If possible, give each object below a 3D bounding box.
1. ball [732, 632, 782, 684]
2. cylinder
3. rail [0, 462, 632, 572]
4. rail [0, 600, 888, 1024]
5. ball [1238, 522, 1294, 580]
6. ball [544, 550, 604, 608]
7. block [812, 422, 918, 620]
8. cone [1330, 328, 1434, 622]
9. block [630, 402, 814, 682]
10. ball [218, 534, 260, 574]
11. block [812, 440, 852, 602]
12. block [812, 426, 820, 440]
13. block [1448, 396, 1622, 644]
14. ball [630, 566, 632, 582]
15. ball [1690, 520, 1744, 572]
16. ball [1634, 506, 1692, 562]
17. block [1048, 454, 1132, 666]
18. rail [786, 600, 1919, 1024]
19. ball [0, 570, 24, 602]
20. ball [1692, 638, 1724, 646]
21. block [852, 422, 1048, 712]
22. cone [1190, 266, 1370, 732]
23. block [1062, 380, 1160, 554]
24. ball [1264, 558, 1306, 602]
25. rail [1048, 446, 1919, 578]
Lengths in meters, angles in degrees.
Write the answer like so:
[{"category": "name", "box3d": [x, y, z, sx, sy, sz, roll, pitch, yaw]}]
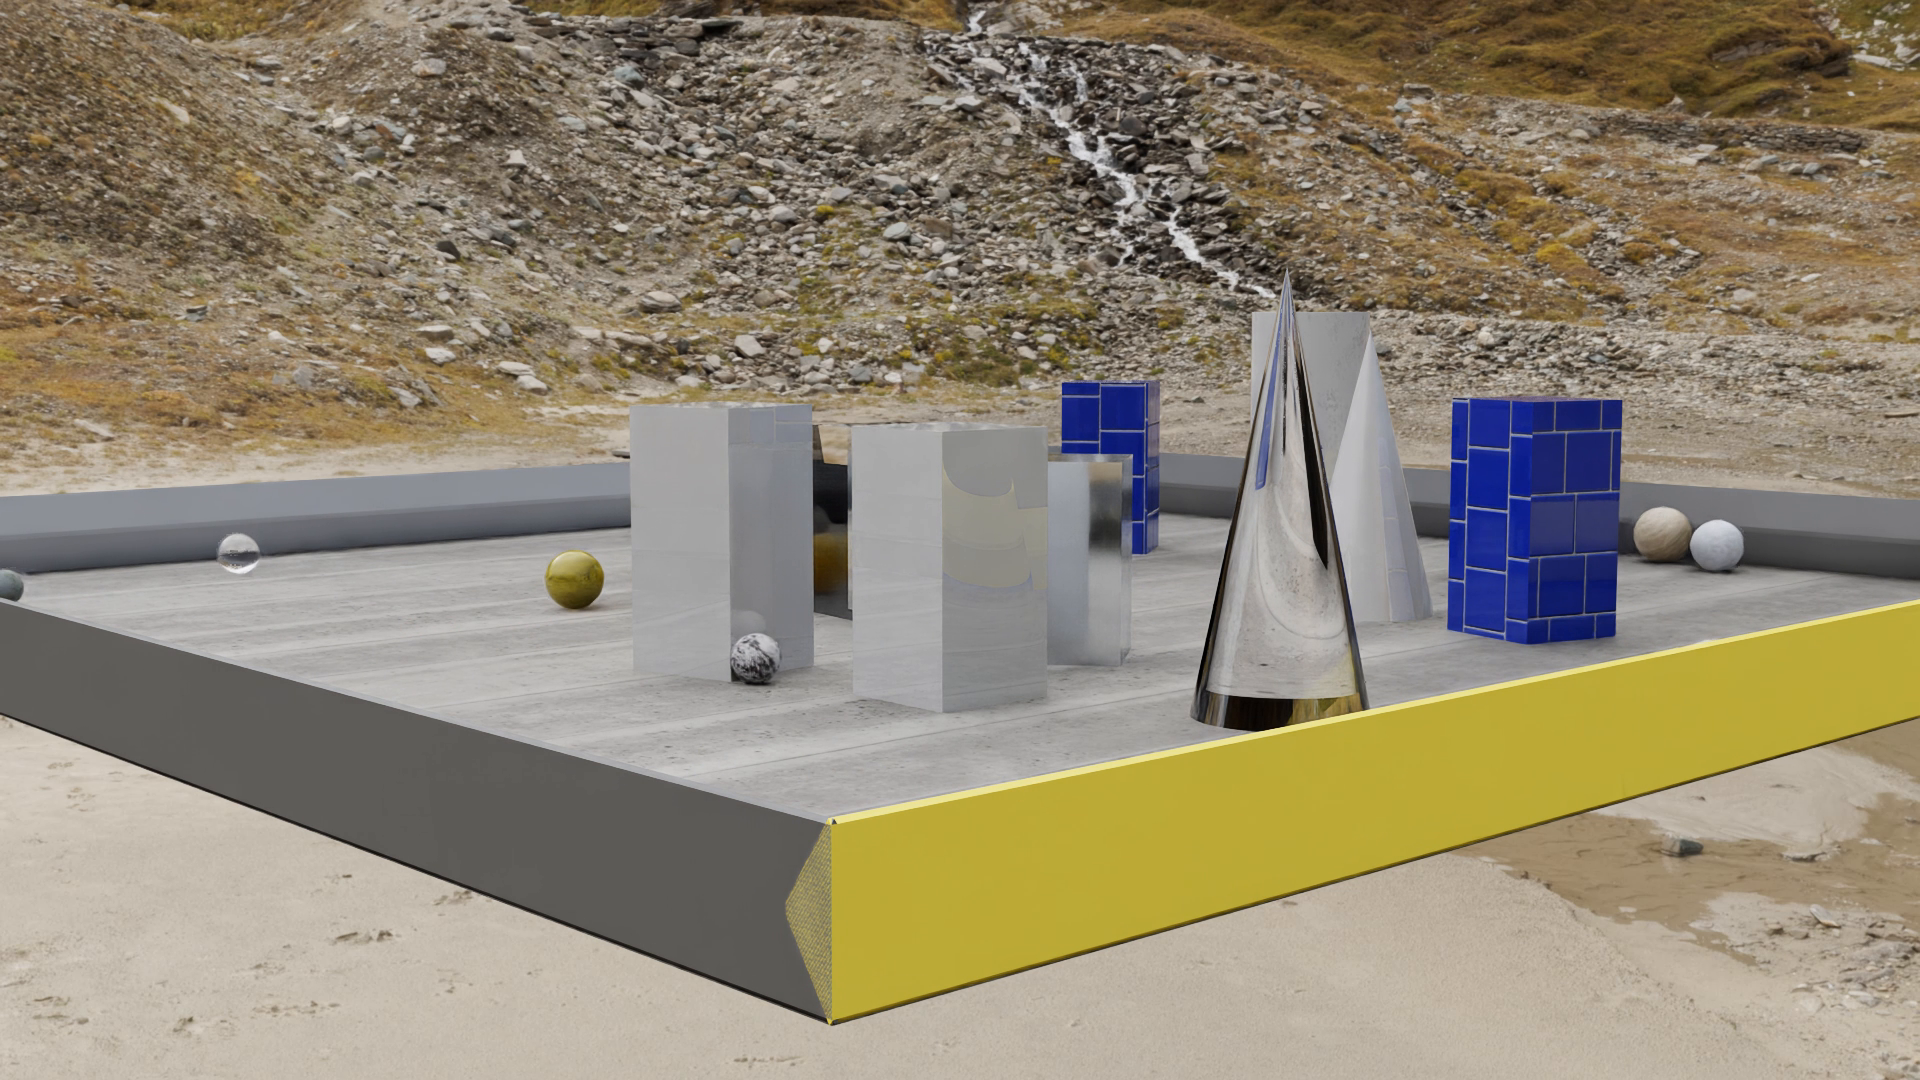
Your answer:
[{"category": "ball", "box3d": [-0.243, 0.142, 2.638, 0.061, 0.061, 0.061, 0, 6, 0]}, {"category": "cylinder", "box3d": [0.597, -0.168, 3.767, 0.200, 0.443, 0.200, 0, 6, 0]}, {"category": "rail", "box3d": [-0.932, -0.071, 4.336, 2.797, 0.130, 0.045, -5, 8, -42]}, {"category": "rail", "box3d": [-1.010, 0.130, 2.405, 0.045, 0.130, 2.796, -5, 8, -42]}, {"category": "ball", "box3d": [0.509, 0.019, 3.657, 0.094, 0.094, 0.094, 0, 6, 0]}, {"category": "ball", "box3d": [-0.579, 0.059, 3.299, 0.089, 0.089, 0.089, 0, 6, 0]}, {"category": "block", "box3d": [-0.108, -0.029, 3.232, 0.160, 0.278, 0.160, -4, 7, -34]}, {"category": "cone", "box3d": [0.602, -0.102, 3.242, 0.200, 0.420, 0.200, 0, 6, 0]}, {"category": "block", "box3d": [-0.296, -0.004, 2.743, 0.160, 0.329, 0.160, 4, 7, 35]}, {"category": "ball", "box3d": [-1.227, 0.023, 3.743, 0.068, 0.068, 0.068, 0, 6, 0]}, {"category": "block", "box3d": [-0.243, -0.033, 3.452, 0.160, 0.240, 0.160, 2, 6, 16]}, {"category": "block", "box3d": [-0.357, -0.076, 3.832, 0.160, 0.246, 0.160, 5, 8, 39]}, {"category": "block", "box3d": [0.792, -0.032, 3.037, 0.160, 0.325, 0.160, -3, 7, -28]}, {"category": "ball", "box3d": [-0.456, 0.052, 3.345, 0.092, 0.092, 0.092, 0, 6, 0]}, {"category": "ball", "box3d": [1.300, 0.010, 3.775, 0.088, 0.088, 0.088, 0, 6, 0]}, {"category": "ball", "box3d": [1.247, -0.009, 3.902, 0.100, 0.100, 0.100, 0, 6, 0]}, {"category": "block", "box3d": [0.136, 0.022, 2.841, 0.160, 0.257, 0.160, 1, 6, 9]}, {"category": "rail", "box3d": [0.932, 0.138, 2.327, 2.797, 0.130, 0.045, -5, 8, -42]}, {"category": "ball", "box3d": [-1.451, 0.072, 3.339, 0.055, 0.055, 0.055, 0, 6, 0]}, {"category": "ball", "box3d": [0.817, 0.153, 2.373, 0.093, 0.093, 0.093, 0, 6, 0]}, {"category": "block", "box3d": [-0.012, 0.025, 2.541, 0.160, 0.313, 0.160, -5, 8, -41]}, {"category": "cone", "box3d": [0.353, -0.051, 2.402, 0.200, 0.493, 0.200, 0, 6, 0]}, {"category": "block", "box3d": [0.283, -0.139, 4.118, 0.160, 0.314, 0.160, 1, 6, 13]}, {"category": "ball", "box3d": [0.501, 0.061, 3.387, 0.066, 0.066, 0.066, 0, 6, 0]}, {"category": "rail", "box3d": [1.010, -0.063, 4.259, 0.045, 0.130, 2.796, -5, 8, -42]}]
